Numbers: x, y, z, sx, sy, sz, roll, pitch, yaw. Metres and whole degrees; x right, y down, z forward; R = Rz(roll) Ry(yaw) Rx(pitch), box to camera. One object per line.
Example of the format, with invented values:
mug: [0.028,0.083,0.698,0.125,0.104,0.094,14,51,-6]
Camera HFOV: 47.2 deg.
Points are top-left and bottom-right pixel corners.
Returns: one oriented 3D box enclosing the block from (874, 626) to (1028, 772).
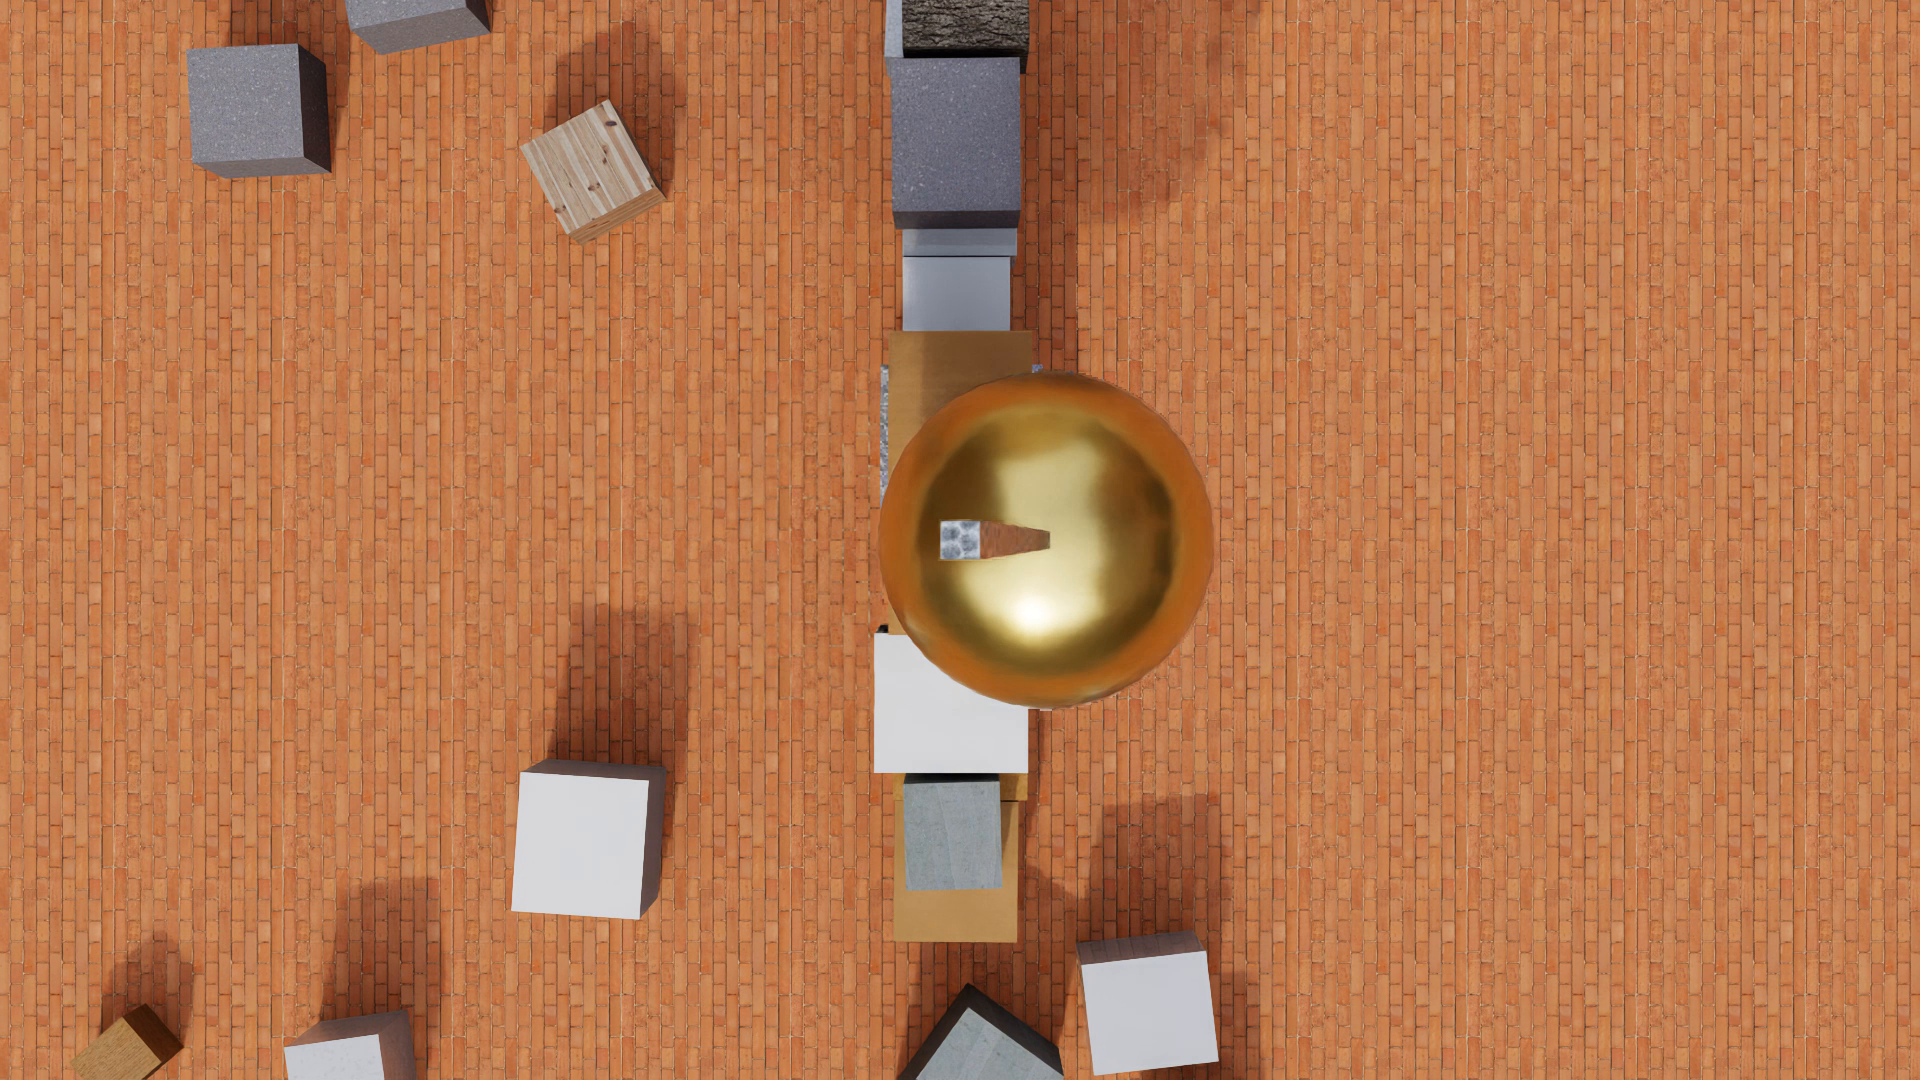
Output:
block: [-0.046,0.847,11.851,0.804,0.734,0.728,0,91,0]

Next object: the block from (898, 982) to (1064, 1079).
block: [0.098,3.104,12.649,0.664,0.702,0.734,36,90,0]

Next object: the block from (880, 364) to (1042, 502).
block: [0.010,-0.524,12.525,0.889,0.949,0.877,0,90,0]

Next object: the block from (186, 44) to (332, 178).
block: [-4.048,-2.474,12.725,0.632,0.551,0.644,-3,90,0]

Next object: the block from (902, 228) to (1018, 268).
block: [-0.002,-1.922,12.705,0.647,0.591,0.636,0,90,0]

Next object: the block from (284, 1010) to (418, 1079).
block: [-3.488,3.105,12.672,0.533,0.657,0.595,-8,90,0]

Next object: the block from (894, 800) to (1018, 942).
block: [-0.023,1.843,12.611,0.687,0.778,0.781,1,90,0]

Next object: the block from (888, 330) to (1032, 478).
block: [0.002,-0.681,11.689,0.737,0.724,0.793,0,90,0]

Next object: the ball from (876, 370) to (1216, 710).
ball: [0.406,0.000,10.440,1.600,1.600,1.600,0,90,0]

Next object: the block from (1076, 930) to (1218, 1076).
block: [1.065,2.653,12.664,0.702,0.672,0.623,-7,90,0]

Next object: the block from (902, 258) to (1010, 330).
block: [-0.020,-1.282,12.688,0.604,0.623,0.619,0,90,0]

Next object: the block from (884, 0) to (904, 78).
block: [-0.138,-3.028,12.721,0.556,0.558,0.607,2,90,0]

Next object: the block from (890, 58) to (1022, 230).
block: [-0.022,-2.164,12.069,0.688,0.680,0.815,-1,90,0]

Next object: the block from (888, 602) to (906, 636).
block: [-0.031,0.106,11.720,0.677,0.702,0.705,0,97,0]

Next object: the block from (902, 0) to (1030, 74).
block: [0.029,-2.971,12.083,0.678,0.719,0.677,0,90,0]

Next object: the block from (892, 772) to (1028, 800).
block: [0.001,1.034,12.612,0.749,0.776,0.826,0,90,0]

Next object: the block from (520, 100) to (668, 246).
block: [-2.115,-2.121,12.745,0.575,0.511,0.564,-28,90,0]

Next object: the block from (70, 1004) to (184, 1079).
block: [-4.851,3.000,12.813,0.404,0.373,0.346,-41,90,0]

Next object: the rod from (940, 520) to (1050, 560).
rod: [0.176,0.000,7.047,0.080,5.200,0.080,0,90,4]

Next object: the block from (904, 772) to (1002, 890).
block: [-0.038,1.571,11.941,0.512,0.564,0.566,-1,90,0]

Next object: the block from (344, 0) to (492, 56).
block: [-3.157,-3.235,12.672,0.665,0.657,0.620,-11,90,0]

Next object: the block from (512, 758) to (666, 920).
block: [-2.116,1.703,12.622,0.714,0.755,0.774,4,90,0]
